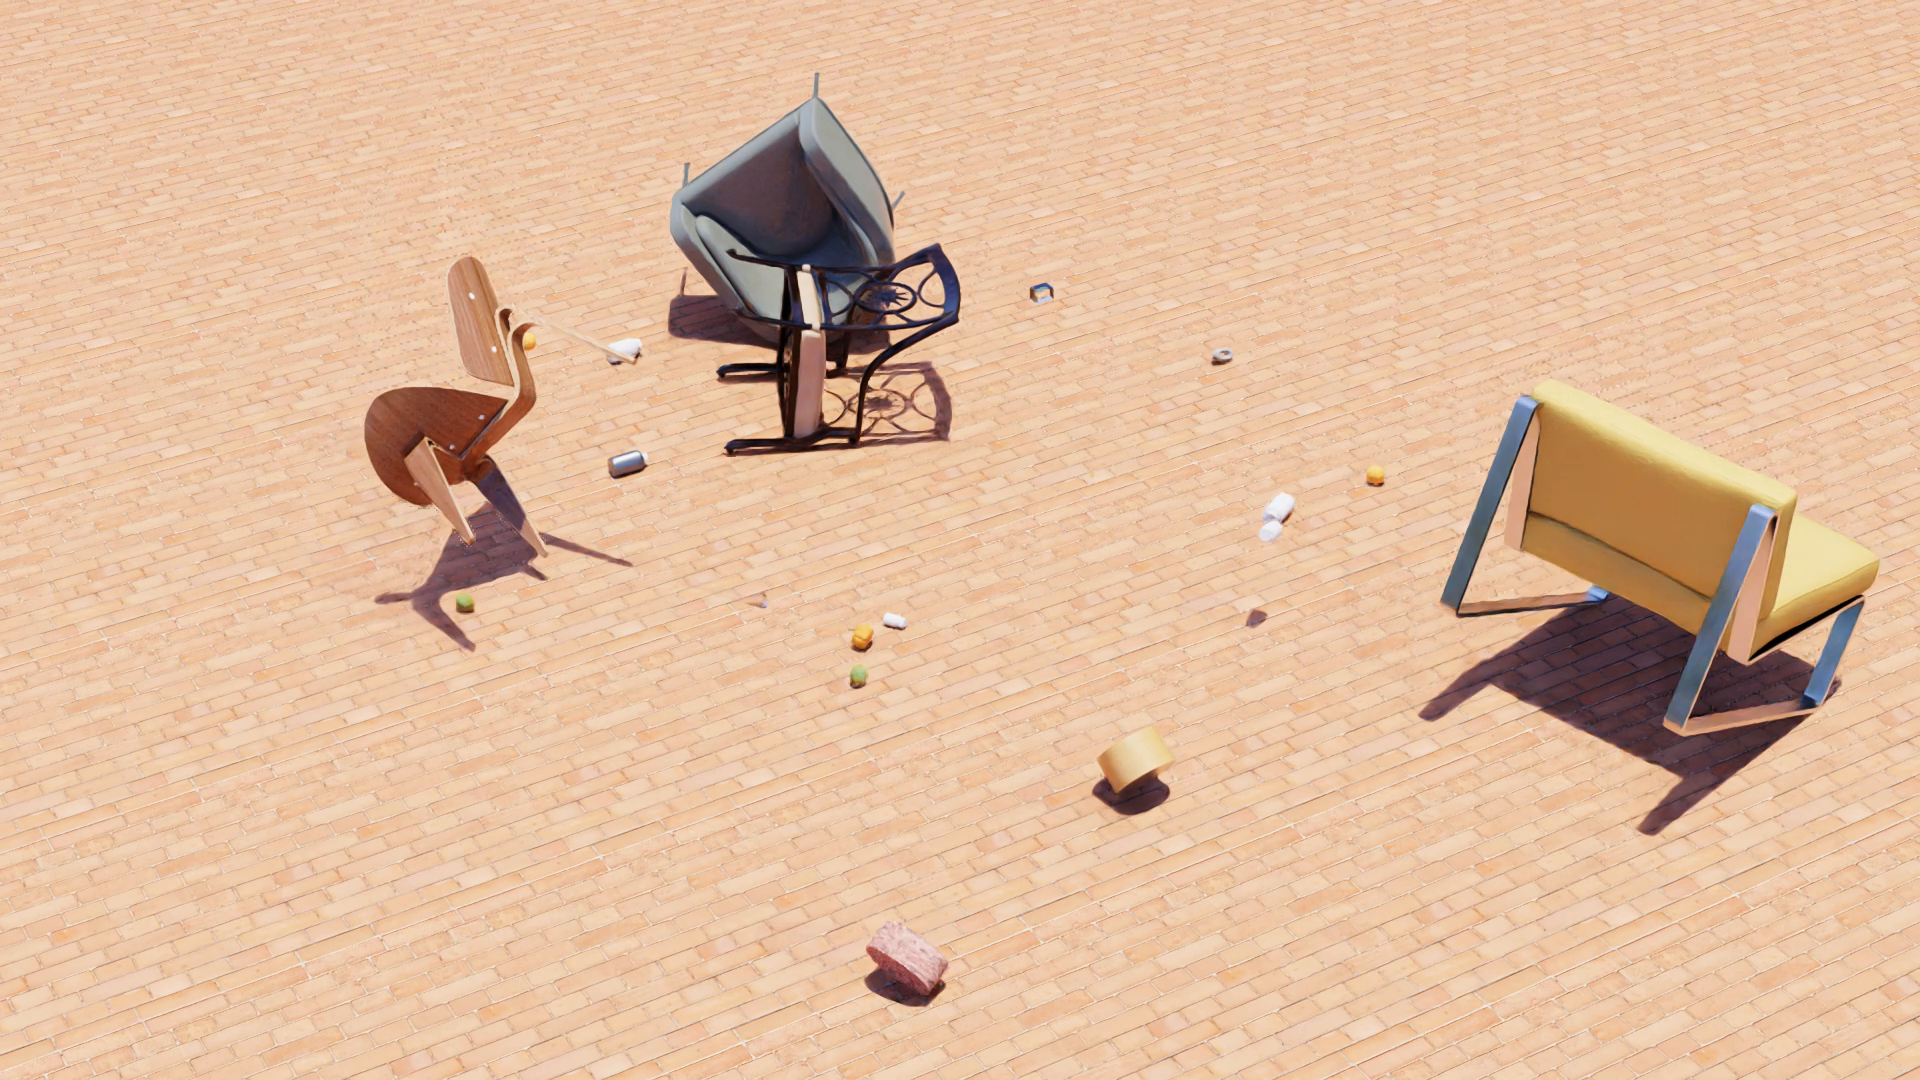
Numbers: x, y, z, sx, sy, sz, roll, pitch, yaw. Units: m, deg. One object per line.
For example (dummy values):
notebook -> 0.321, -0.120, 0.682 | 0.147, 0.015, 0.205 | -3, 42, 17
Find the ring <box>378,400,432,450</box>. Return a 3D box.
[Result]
ring -> -2.176, -0.449, 11.490 | 0.204, 0.138, 0.225 | 5, 31, 1

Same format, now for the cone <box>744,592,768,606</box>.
cone -> -0.743, 0.221, 10.586 | 0.085, 0.054, 0.053 | -11, 38, 16

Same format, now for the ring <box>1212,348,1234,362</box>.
ring -> 1.080, -0.759, 12.047 | 0.107, 0.057, 0.034 | -6, -6, -33

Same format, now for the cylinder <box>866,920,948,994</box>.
cylinder -> -0.160, 1.256, 8.836 | 0.235, 0.184, 0.105 | 36, 68, 4

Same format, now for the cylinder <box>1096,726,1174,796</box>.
cylinder -> 0.576, 0.724, 9.610 | 0.133, 0.221, 0.230 | 60, 20, 13

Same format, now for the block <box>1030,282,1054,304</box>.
block -> 0.348, -1.053, 12.494 | 0.084, 0.053, 0.059 | -22, 39, -29
